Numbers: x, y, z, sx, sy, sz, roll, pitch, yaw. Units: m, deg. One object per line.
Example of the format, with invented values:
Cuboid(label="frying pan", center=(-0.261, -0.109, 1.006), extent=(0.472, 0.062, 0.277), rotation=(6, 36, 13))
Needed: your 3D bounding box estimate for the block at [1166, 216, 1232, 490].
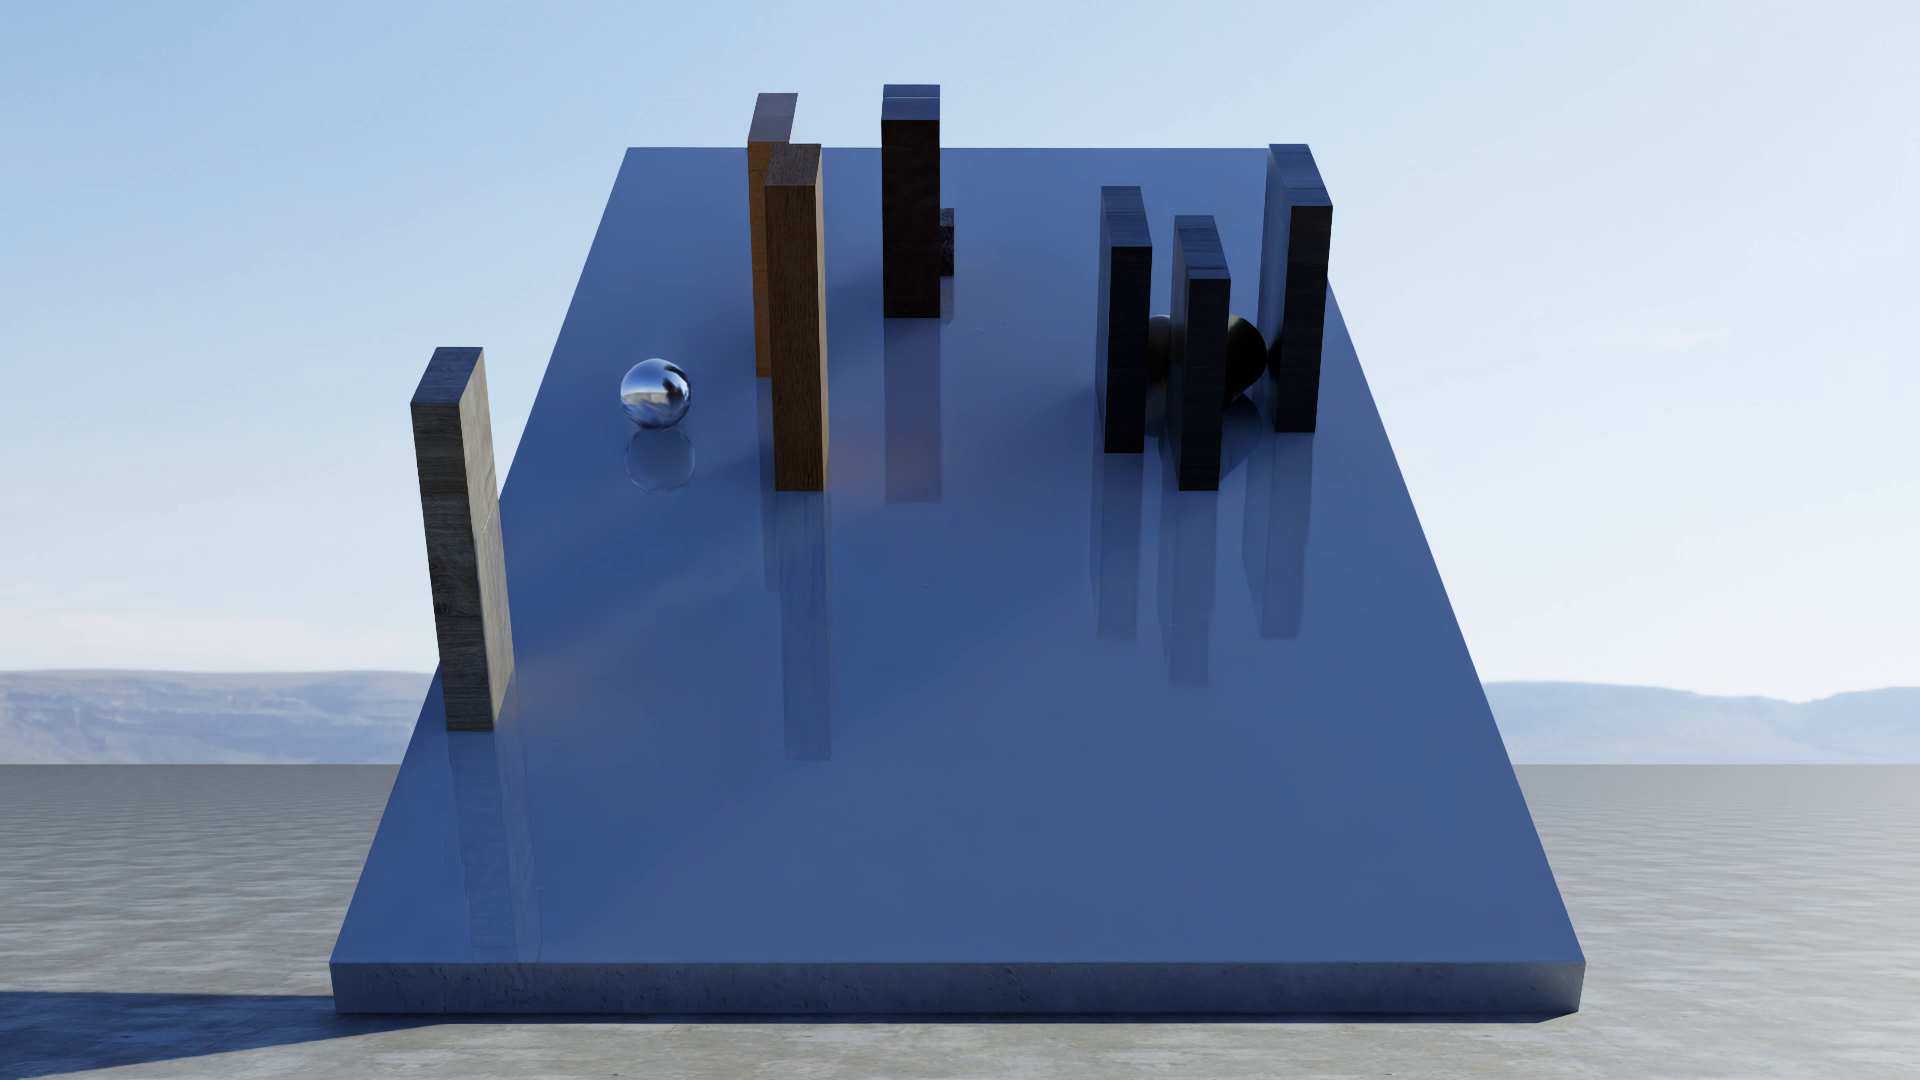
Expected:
Cuboid(label="block", center=(0.527, -0.420, 5.318), extent=(0.087, 0.501, 0.384), rotation=(0, 28, 0))

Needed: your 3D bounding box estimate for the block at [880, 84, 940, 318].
Cuboid(label="block", center=(-0.124, -0.872, 6.136), extent=(0.145, 0.528, 0.293), rotation=(0, 28, 0))

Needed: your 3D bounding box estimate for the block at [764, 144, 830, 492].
Cuboid(label="block", center=(-0.353, -0.483, 5.213), extent=(0.106, 0.707, 0.271), rotation=(0, 28, 0))

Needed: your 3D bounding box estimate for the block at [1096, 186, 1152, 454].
Cuboid(label="block", center=(0.373, -0.510, 5.489), extent=(0.089, 0.500, 0.389), rotation=(0, 28, 0))

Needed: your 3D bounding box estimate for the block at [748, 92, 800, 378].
Cuboid(label="block", center=(-0.445, -0.746, 5.824), extent=(0.098, 0.596, 0.371), rotation=(0, 28, 0))

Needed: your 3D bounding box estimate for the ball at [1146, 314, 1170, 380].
Cuboid(label="ball", center=(0.486, -0.467, 5.774), extent=(0.157, 0.157, 0.157), rotation=(0, -5, 0))

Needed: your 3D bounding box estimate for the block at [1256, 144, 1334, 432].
Cuboid(label="block", center=(0.777, -0.594, 5.592), extent=(0.092, 0.554, 0.427), rotation=(0, 28, 0))

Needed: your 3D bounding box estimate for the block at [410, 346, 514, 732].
Cuboid(label="block", center=(-0.900, 0.002, 4.342), extent=(0.084, 0.664, 0.242), rotation=(0, 28, 0))

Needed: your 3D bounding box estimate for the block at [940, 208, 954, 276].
Cuboid(label="block", center=(-0.087, -0.802, 6.418), extent=(0.141, 0.141, 0.141), rotation=(0, 28, 0))

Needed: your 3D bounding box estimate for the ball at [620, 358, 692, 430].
Cuboid(label="ball", center=(-0.703, -0.336, 5.511), extent=(0.165, 0.165, 0.165), rotation=(0, -5, 0))

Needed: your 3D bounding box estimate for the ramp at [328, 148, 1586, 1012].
Cuboid(label="ramp", center=(-0.011, -0.223, 5.584), extent=(2.000, 0.100, 4.000), rotation=(0, 28, 0))

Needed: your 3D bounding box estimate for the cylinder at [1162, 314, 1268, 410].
Cuboid(label="cylinder", center=(0.602, -0.414, 5.641), extent=(0.189, 0.189, 0.189), rotation=(-4, 22, 34))
